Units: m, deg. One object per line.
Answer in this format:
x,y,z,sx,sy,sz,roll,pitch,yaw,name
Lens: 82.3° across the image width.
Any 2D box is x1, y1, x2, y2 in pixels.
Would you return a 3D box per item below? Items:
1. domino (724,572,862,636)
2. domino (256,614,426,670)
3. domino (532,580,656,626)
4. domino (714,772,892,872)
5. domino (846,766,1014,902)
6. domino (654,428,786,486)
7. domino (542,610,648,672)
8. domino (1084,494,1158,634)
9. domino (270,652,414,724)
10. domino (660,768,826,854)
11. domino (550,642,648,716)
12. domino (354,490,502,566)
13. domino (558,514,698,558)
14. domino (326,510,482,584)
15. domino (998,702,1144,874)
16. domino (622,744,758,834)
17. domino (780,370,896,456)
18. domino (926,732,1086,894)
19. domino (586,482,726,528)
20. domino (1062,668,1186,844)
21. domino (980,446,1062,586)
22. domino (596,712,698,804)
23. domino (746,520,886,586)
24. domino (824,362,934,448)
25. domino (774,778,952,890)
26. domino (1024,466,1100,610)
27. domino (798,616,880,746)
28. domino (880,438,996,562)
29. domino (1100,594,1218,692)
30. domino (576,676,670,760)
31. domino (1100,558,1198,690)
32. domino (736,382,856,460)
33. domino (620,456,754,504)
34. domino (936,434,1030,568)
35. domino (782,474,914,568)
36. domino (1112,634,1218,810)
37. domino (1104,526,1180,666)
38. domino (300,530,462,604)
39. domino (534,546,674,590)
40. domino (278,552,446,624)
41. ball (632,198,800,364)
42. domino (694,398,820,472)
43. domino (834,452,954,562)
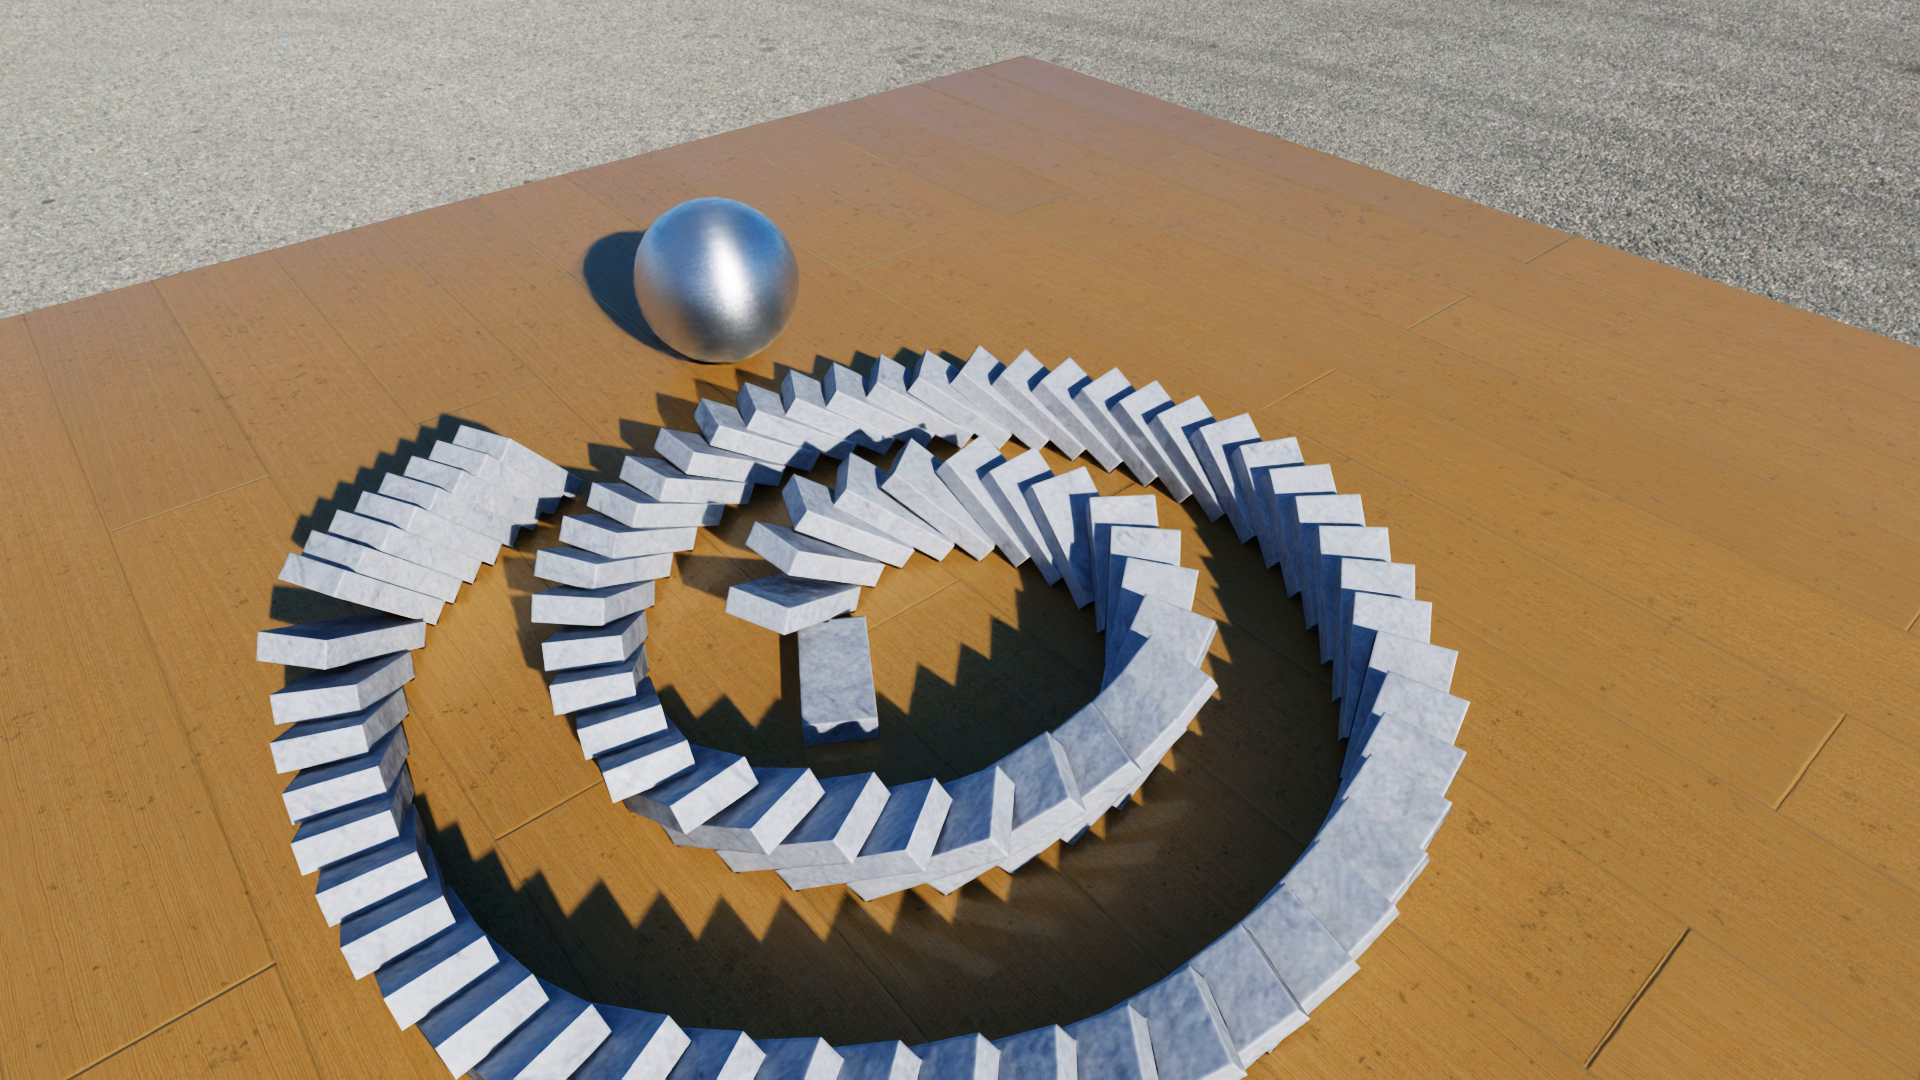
-0.060,0.021,0.399,0.025,0.009,0.050,18,13,21,domino
-0.212,0.034,0.379,0.025,0.010,0.050,6,4,9,domino
-0.131,0.022,0.396,0.025,0.010,0.050,3,5,4,domino
-0.046,0.083,0.322,0.050,0.009,0.025,-16,27,37,domino
-0.008,0.085,0.318,0.050,0.009,0.025,-25,32,25,domino
-0.101,-0.035,0.465,0.025,0.009,0.050,34,17,34,domino
-0.125,0.034,0.381,0.025,0.009,0.050,-5,6,-7,domino
0.062,0.009,0.410,0.025,0.010,0.050,-3,76,-5,domino
-0.203,0.048,0.365,0.025,0.009,0.050,-6,7,-8,domino
-0.065,0.079,0.326,0.050,0.009,0.025,-11,24,45,domino
-0.119,0.046,0.368,0.025,0.010,0.050,-9,7,-11,domino
-0.202,-0.004,0.420,0.025,0.050,0.009,14,78,17,domino
-0.127,-0.003,0.426,0.025,0.010,0.050,16,9,20,domino
-0.206,0.003,0.411,0.025,0.050,0.010,14,79,17,domino
0.028,0.075,0.332,0.050,0.009,0.025,-39,44,6,domino
-0.083,0.074,0.332,0.025,0.009,0.050,-32,14,-32,domino
-0.055,-0.057,0.493,0.050,0.010,0.025,21,30,-28,domino
0.011,0.080,0.324,0.050,0.009,0.025,-34,38,14,domino
-0.121,-0.014,0.440,0.025,0.009,0.050,22,12,25,domino
0.043,0.067,0.341,0.050,0.010,0.025,-45,49,1,domino
0.033,-0.010,0.434,0.025,0.010,0.050,-29,83,-31,domino
-0.100,0.066,0.342,0.025,0.010,0.050,-20,10,-21,domino
-0.054,0.006,0.414,0.025,0.010,0.050,31,11,32,domino
-0.037,-0.060,0.497,0.050,0.009,0.025,22,32,-26,domino
-0.028,0.085,0.318,0.050,0.009,0.025,-19,29,33,domino
0.047,-0.001,0.424,0.025,0.009,0.050,-20,78,-23,domino
-0.043,0.048,0.385,0.025,0.010,0.050,-5,40,-7,domino
-0.006,-0.016,0.441,0.050,0.010,0.025,37,39,-14,domino
0.064,0.046,0.366,0.025,0.009,0.050,22,80,24,domino
-0.110,0.056,0.354,0.025,0.009,0.050,-16,8,-18,domino
0.066,0.033,0.382,0.025,0.010,0.050,10,76,12,domino
-0.072,-0.052,0.486,0.050,0.010,0.025,17,28,-34,domino
-0.112,-0.024,0.453,0.025,0.010,0.050,26,13,29,domino
0.016,-0.016,0.441,0.050,0.009,0.025,50,52,1,domino
-0.044,-0.007,0.430,0.050,0.010,0.025,21,26,-35,domino
0.056,0.058,0.351,0.025,0.009,0.050,37,86,35,domino
0.066,0.021,0.396,0.025,0.010,0.050,4,75,4,domino
-0.210,0.010,0.402,0.025,0.050,0.010,14,79,17,domino
-0.132,0.009,0.412,0.025,0.009,0.050,12,8,15,domino
-0.212,0.018,0.393,0.025,0.050,0.010,14,79,17,domino
-0.120,-0.128,0.544,0.080,0.080,0.080,0,39,0,ball
-0.088,-0.045,0.478,0.050,0.010,0.025,14,25,-40,domino
-0.026,-0.013,0.438,0.050,0.010,0.025,28,33,-22,domino
